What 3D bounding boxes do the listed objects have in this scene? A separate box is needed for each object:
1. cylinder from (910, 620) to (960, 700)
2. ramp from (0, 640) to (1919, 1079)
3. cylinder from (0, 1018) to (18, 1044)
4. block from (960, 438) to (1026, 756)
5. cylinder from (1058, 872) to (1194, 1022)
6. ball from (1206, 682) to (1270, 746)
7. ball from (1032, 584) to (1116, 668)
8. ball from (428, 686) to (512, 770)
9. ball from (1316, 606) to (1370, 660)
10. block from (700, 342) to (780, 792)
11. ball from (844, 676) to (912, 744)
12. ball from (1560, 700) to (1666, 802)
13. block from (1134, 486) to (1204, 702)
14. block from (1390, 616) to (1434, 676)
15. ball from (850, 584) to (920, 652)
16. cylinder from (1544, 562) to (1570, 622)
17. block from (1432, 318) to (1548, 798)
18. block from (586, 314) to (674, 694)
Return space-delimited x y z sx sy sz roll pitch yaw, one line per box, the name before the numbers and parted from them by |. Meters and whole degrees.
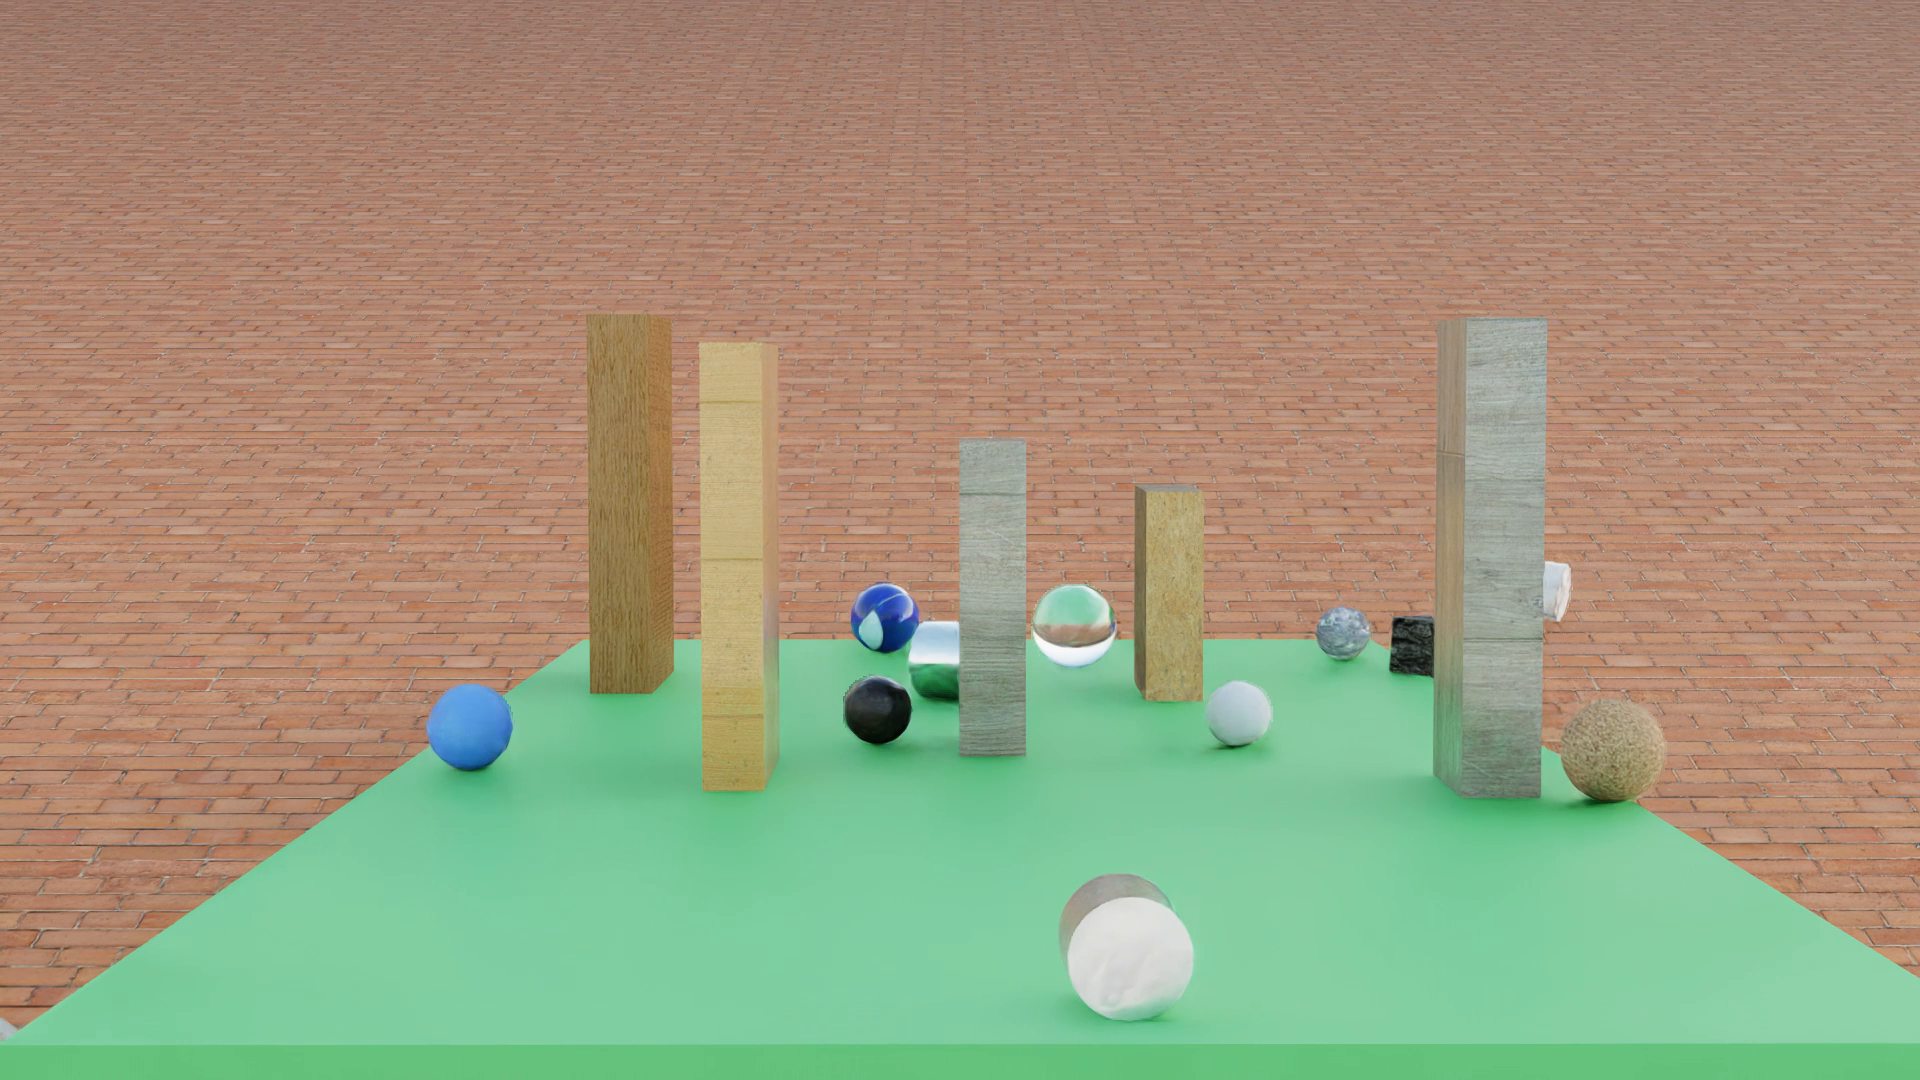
cylinder | 0.003 0.248 5.280 0.160 0.160 0.160 2 19 25
ramp | 0.047 0.425 4.533 2.000 0.100 4.000 0 4 0
cylinder | -1.208 0.678 3.012 0.197 0.197 0.197 3 10 8
block | 0.057 0.096 4.594 0.116 0.550 0.265 0 4 0
cylinder | 0.172 0.424 2.684 0.129 0.129 0.129 -1 4 -2
ball | 0.498 0.312 4.602 0.117 0.117 0.117 0 20 0
ball | 0.261 0.197 5.866 0.191 0.191 0.191 0 20 0
ball | -0.828 0.317 4.337 0.141 0.141 0.141 0 20 0
ball | 0.899 0.219 6.032 0.126 0.126 0.126 0 20 0
block | -0.363 0.033 4.269 0.098 0.715 0.371 0 4 0
ball | -0.148 0.307 4.640 0.123 0.123 0.123 0 20 0
ball | 1.014 0.328 3.993 0.159 0.159 0.159 0 20 0
block | 0.438 0.105 5.416 0.117 0.429 0.340 0 4 0
block | 1.054 0.238 5.777 0.121 0.121 0.121 -1 5 -44
ball | -0.182 0.189 6.199 0.168 0.168 0.168 0 20 0
cylinder | 1.539 0.130 6.880 0.156 0.156 0.156 10 22 24
block | 0.850 0.022 4.133 0.125 0.752 0.241 0 4 0
block | -0.712 -0.087 5.580 0.130 0.794 0.429 0 4 0
